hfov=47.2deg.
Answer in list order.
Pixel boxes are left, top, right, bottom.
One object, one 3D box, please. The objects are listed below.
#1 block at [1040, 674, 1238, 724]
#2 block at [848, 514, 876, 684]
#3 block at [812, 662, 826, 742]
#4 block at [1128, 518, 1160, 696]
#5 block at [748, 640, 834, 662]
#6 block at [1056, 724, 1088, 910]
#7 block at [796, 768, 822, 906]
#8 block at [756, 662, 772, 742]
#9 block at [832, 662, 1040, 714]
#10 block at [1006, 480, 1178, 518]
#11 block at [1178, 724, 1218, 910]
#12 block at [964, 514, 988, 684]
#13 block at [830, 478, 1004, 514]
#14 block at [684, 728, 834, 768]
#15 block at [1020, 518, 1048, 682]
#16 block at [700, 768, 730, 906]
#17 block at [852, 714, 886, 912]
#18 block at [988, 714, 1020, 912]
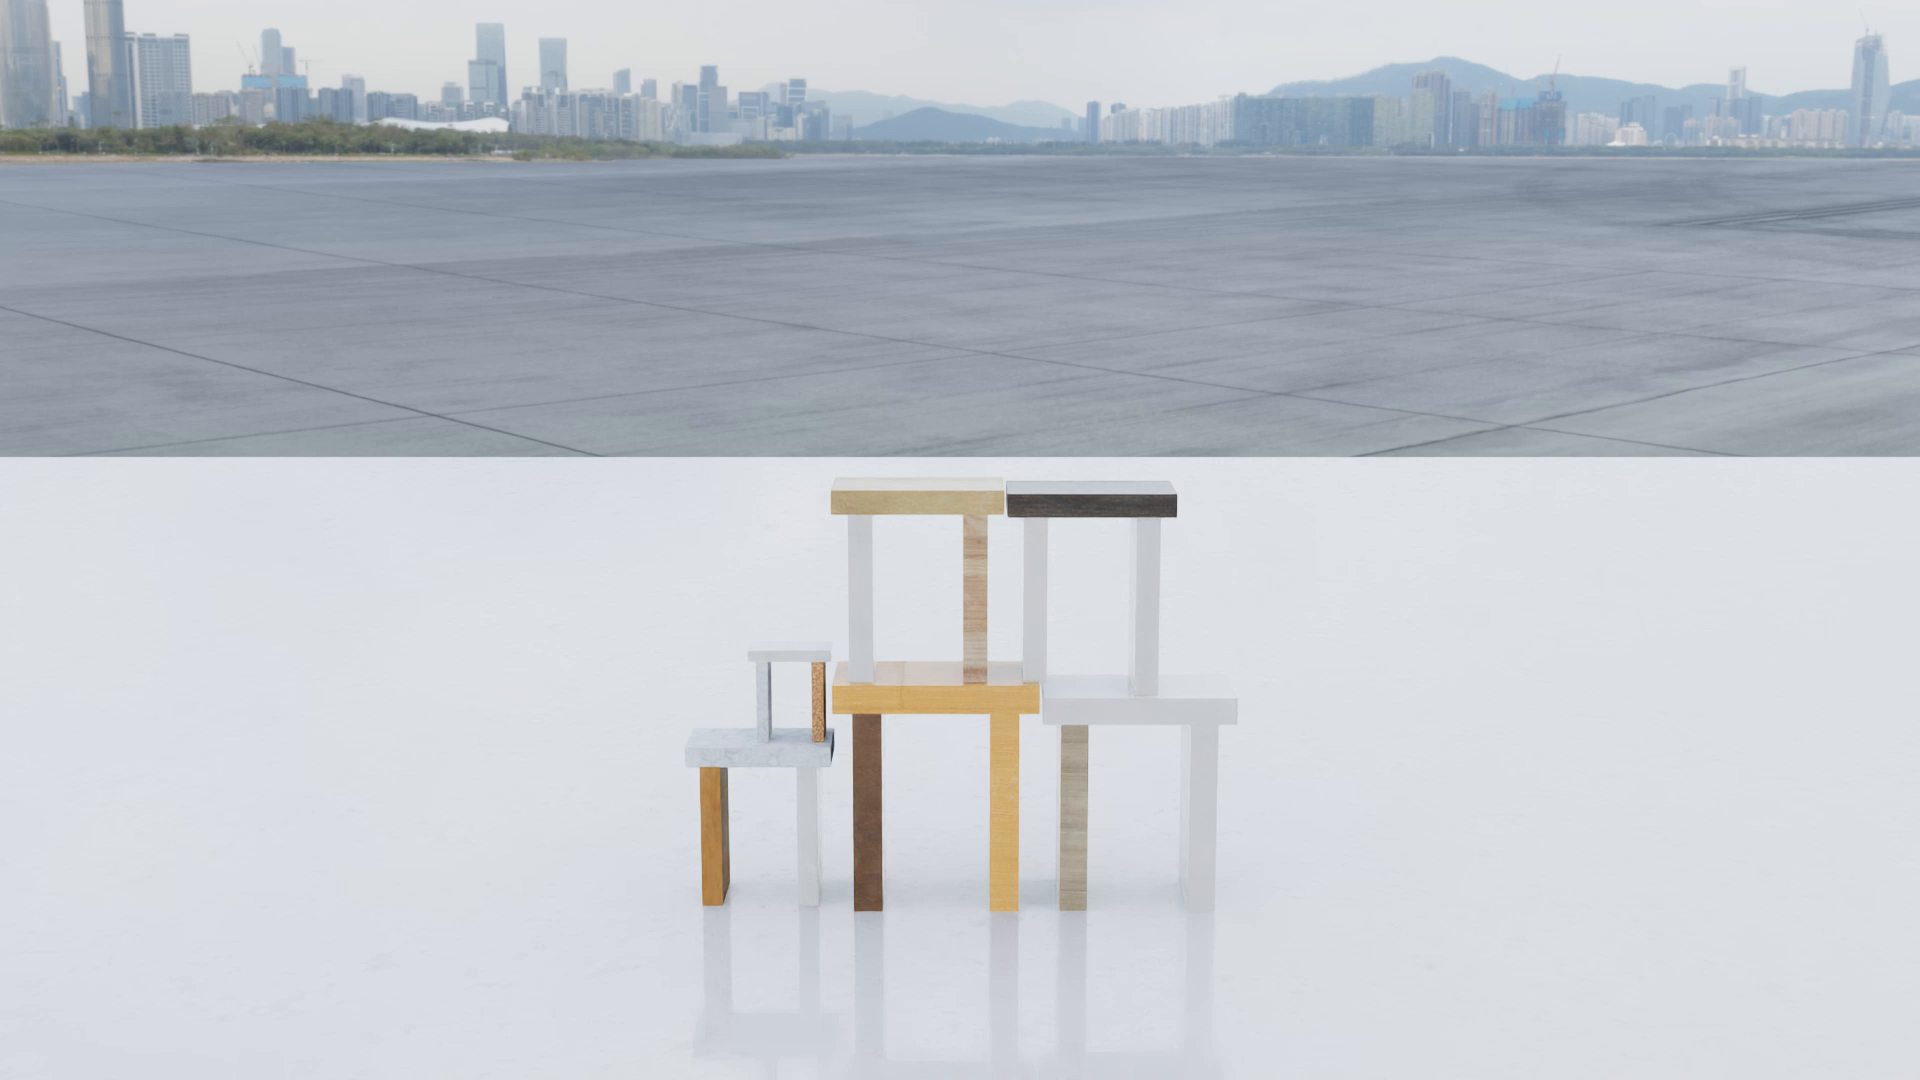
[{"bbox_3d":[0.289,0.261,3.604,0.313,0.044,0.157,0,11,0],"label":"block"},{"bbox_3d":[-0.158,0.083,3.573,0.039,0.275,0.137,0,11,0],"label":"block"},{"bbox_3d":[-0.232,0.258,3.613,0.019,0.135,0.067,0,11,0],"label":"block"},{"bbox_3d":[0.299,0.095,3.578,0.038,0.291,0.135,0,11,0],"label":"block"},{"bbox_3d":[-0.277,0.182,3.599,0.135,0.019,0.067,0,11,0],"label":"block"},{"bbox_3d":[0.185,0.437,3.637,0.044,0.313,0.157,0,11,0],"label":"block"},{"bbox_3d":[-0.249,0.474,3.648,0.033,0.236,0.118,0,11,0],"label":"block"},{"bbox_3d":[-0.322,0.258,3.613,0.019,0.135,0.068,0,11,0],"label":"block"},{"bbox_3d":[-0.039,0.241,3.602,0.332,0.047,0.166,0,11,0],"label":"block"},{"bbox_3d":[0.210,-0.066,3.548,0.269,0.038,0.135,0,11,0],"label":"block"},{"bbox_3d":[0.393,0.437,3.637,0.044,0.313,0.157,0,11,0],"label":"block"},{"bbox_3d":[0.025,0.083,3.573,0.039,0.275,0.137,0,11,0],"label":"block"},{"bbox_3d":[-0.067,-0.071,3.544,0.275,0.039,0.137,0,11,0],"label":"block"},{"bbox_3d":[-0.328,0.342,3.623,0.236,0.033,0.118,0,11,0],"label":"block"},{"bbox_3d":[0.120,0.085,3.576,0.038,0.269,0.135,0,11,0],"label":"block"},{"bbox_3d":[-0.406,0.474,3.648,0.033,0.236,0.118,0,11,0],"label":"block"},{"bbox_3d":[-0.149,0.427,3.636,0.047,0.332,0.166,0,11,0],"label":"block"},{"bbox_3d":[0.072,0.427,3.636,0.047,0.332,0.166,0,11,0],"label":"block"}]
